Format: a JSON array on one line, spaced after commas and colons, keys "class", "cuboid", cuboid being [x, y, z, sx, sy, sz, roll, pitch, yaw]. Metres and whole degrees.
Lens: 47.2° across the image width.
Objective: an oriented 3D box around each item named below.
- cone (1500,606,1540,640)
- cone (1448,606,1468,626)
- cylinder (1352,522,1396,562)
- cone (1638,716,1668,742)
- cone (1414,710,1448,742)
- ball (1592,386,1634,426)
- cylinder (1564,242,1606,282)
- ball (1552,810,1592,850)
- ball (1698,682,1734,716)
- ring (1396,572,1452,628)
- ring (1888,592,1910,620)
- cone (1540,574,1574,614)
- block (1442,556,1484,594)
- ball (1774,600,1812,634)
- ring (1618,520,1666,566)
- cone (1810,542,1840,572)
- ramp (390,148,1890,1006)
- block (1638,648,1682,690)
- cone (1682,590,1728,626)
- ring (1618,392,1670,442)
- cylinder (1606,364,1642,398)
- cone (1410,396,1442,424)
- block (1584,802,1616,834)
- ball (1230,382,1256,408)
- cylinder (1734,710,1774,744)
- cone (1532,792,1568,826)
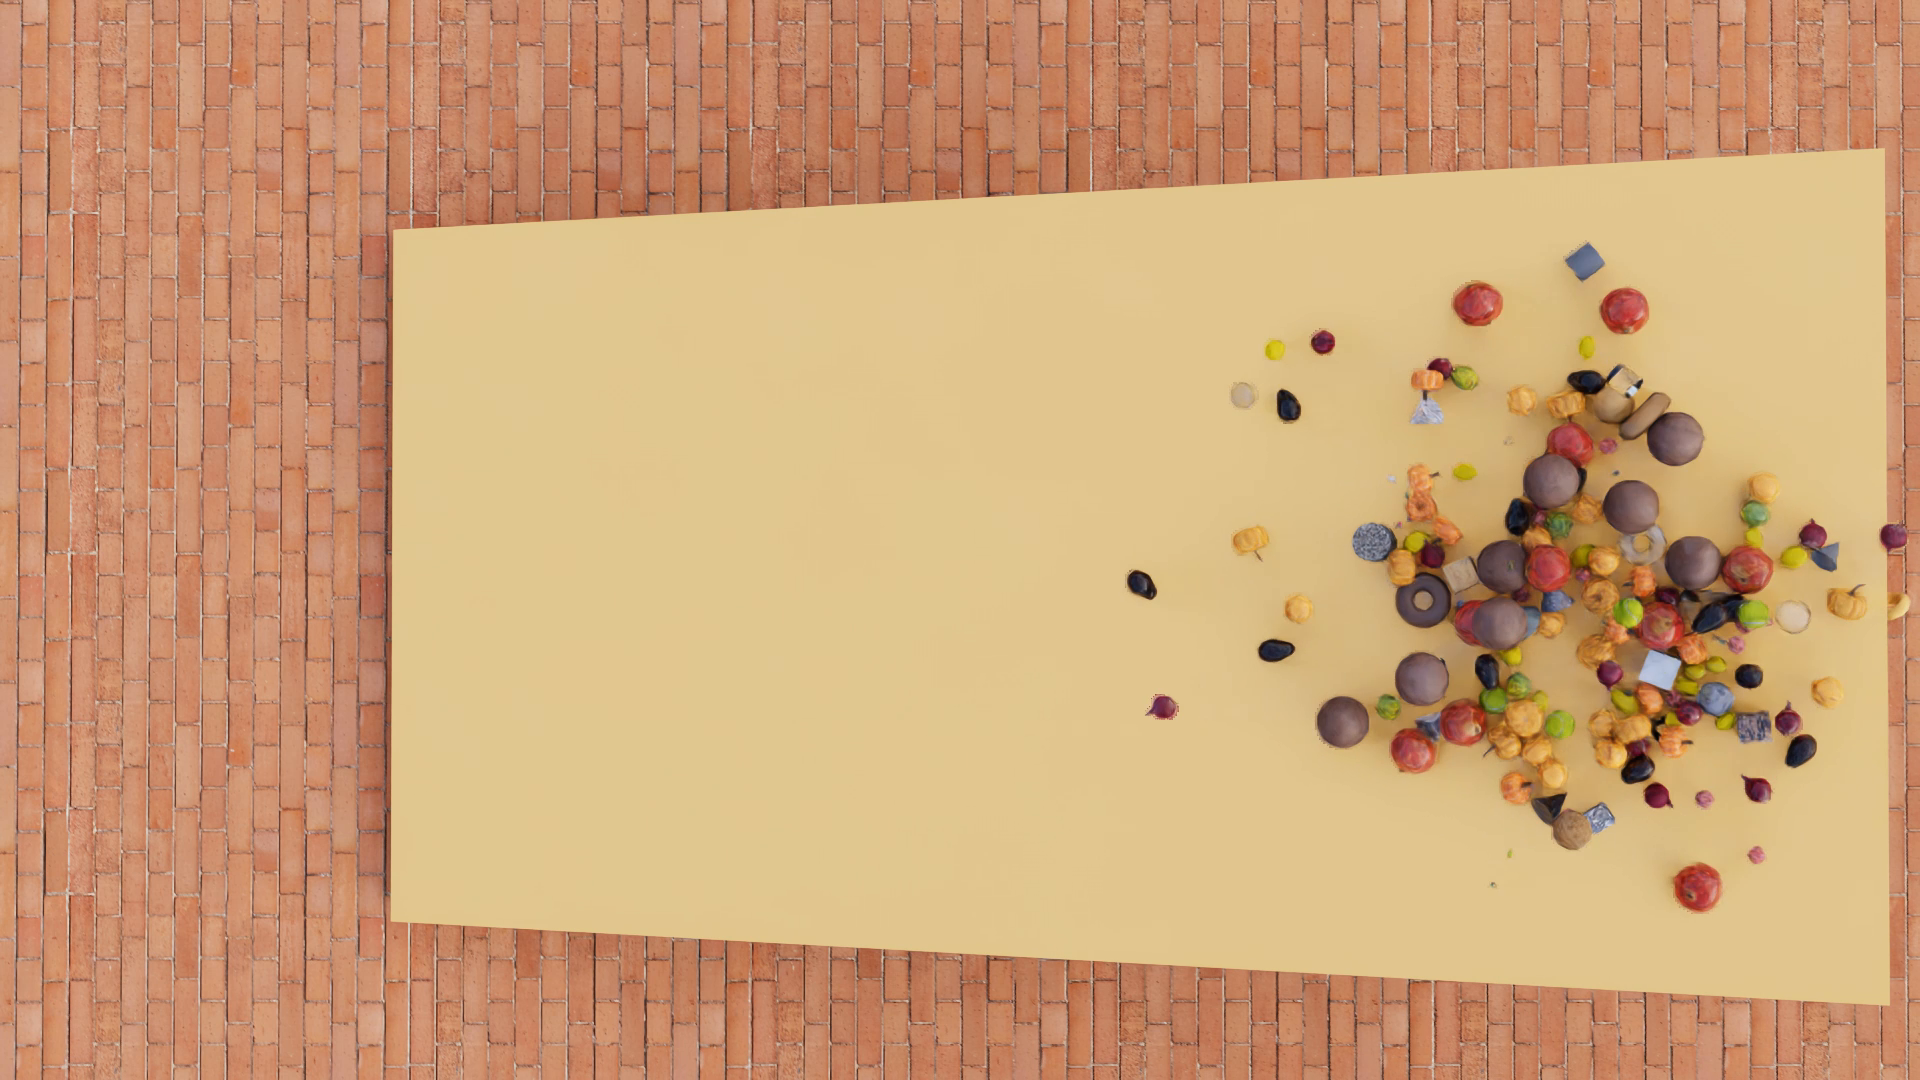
[{"class": "cone", "cuboid": [1.343, 0.185, 5.330, 0.087, 0.087, 0.087, 22, 89, -19]}, {"class": "cone", "cuboid": [1.222, 0.187, 5.407, 0.050, 0.050, 0.050, 0, 89, 18]}, {"class": "cylinder", "cuboid": [1.027, 0.006, 5.447, 0.094, 0.094, 0.094, -1, 88, 20]}, {"class": "cone", "cuboid": [1.654, 0.445, 5.274, 0.062, 0.062, 0.062, 17, 89, 43]}, {"class": "cone", "cuboid": [1.178, 0.444, 5.425, 0.078, 0.078, 0.078, -41, 89, -14]}, {"class": "ball", "cuboid": [1.569, -0.324, 5.278, 0.096, 0.096, 0.096, 0, 89, 0]}, {"class": "cylinder", "cuboid": [1.511, -0.672, 5.315, 0.069, 0.069, 0.069, -38, 89, 14]}, {"class": "ball", "cuboid": [1.416, 0.672, 5.088, 0.090, 0.090, 0.090, 0, 89, 0]}, {"class": "ball", "cuboid": [1.787, 0.376, 5.203, 0.081, 0.081, 0.081, 0, 89, 0]}, {"class": "ring", "cuboid": [1.145, 0.149, 5.435, 0.137, 0.046, 0.137, -1, 88, 18]}, {"class": "ring", "cuboid": [2.283, 0.162, 5.393, 0.092, 0.092, 0.031, -36, 112, 0]}, {"class": "cone", "cuboid": [1.428, 0.122, 5.301, 0.083, 0.083, 0.083, -20, 99, 0]}, {"class": "block", "cuboid": [1.234, 0.085, 5.394, 0.068, 0.068, 0.068, -28, 81, 17]}, {"class": "ball", "cuboid": [1.935, 0.178, 5.105, 0.081, 0.081, 0.081, 0, 89, 0]}, {"class": "ring", "cuboid": [1.638, 0.008, 5.282, 0.111, 0.037, 0.111, 0, 91, 14]}, {"class": "cone", "cuboid": [2.043, 0.026, 5.154, 0.067, 0.067, 0.067, 44, 75, 1]}, {"class": "ramp", "cuboid": [0.276, 0.093, 5.793, 4.000, 0.100, 2.000, 0, 89, 18]}, {"class": "block", "cuboid": [1.670, 0.308, 5.245, 0.077, 0.077, 0.077, 22, 97, 17]}, {"class": "cone", "cuboid": [1.786, 0.144, 5.229, 0.097, 0.097, 0.097, -22, 89, -10]}, {"class": "ring", "cuboid": [1.629, -0.294, 5.233, 0.146, 0.146, 0.049, -44, 81, -1]}, {"class": "cylinder", "cuboid": [1.565, -0.375, 5.180, 0.060, 0.060, 0.060, -41, 62, -1]}, {"class": "cone", "cuboid": [1.140, -0.304, 5.448, 0.078, 0.078, 0.078, -35, 89, 42]}, {"class": "block", "cuboid": [1.540, 0.668, 5.295, 0.054, 0.054, 0.054, -34, 79, 15]}, {"class": "ball", "cuboid": [0.717, -0.367, 5.569, 0.066, 0.066, 0.066, 0, 89, 0]}, {"class": "cylinder", "cuboid": [1.870, 0.441, 5.182, 0.073, 0.073, 0.073, -13, 89, 24]}, {"class": "cone", "cuboid": [1.445, 0.637, 5.336, 0.081, 0.081, 0.081, -35, 89, -13]}]
